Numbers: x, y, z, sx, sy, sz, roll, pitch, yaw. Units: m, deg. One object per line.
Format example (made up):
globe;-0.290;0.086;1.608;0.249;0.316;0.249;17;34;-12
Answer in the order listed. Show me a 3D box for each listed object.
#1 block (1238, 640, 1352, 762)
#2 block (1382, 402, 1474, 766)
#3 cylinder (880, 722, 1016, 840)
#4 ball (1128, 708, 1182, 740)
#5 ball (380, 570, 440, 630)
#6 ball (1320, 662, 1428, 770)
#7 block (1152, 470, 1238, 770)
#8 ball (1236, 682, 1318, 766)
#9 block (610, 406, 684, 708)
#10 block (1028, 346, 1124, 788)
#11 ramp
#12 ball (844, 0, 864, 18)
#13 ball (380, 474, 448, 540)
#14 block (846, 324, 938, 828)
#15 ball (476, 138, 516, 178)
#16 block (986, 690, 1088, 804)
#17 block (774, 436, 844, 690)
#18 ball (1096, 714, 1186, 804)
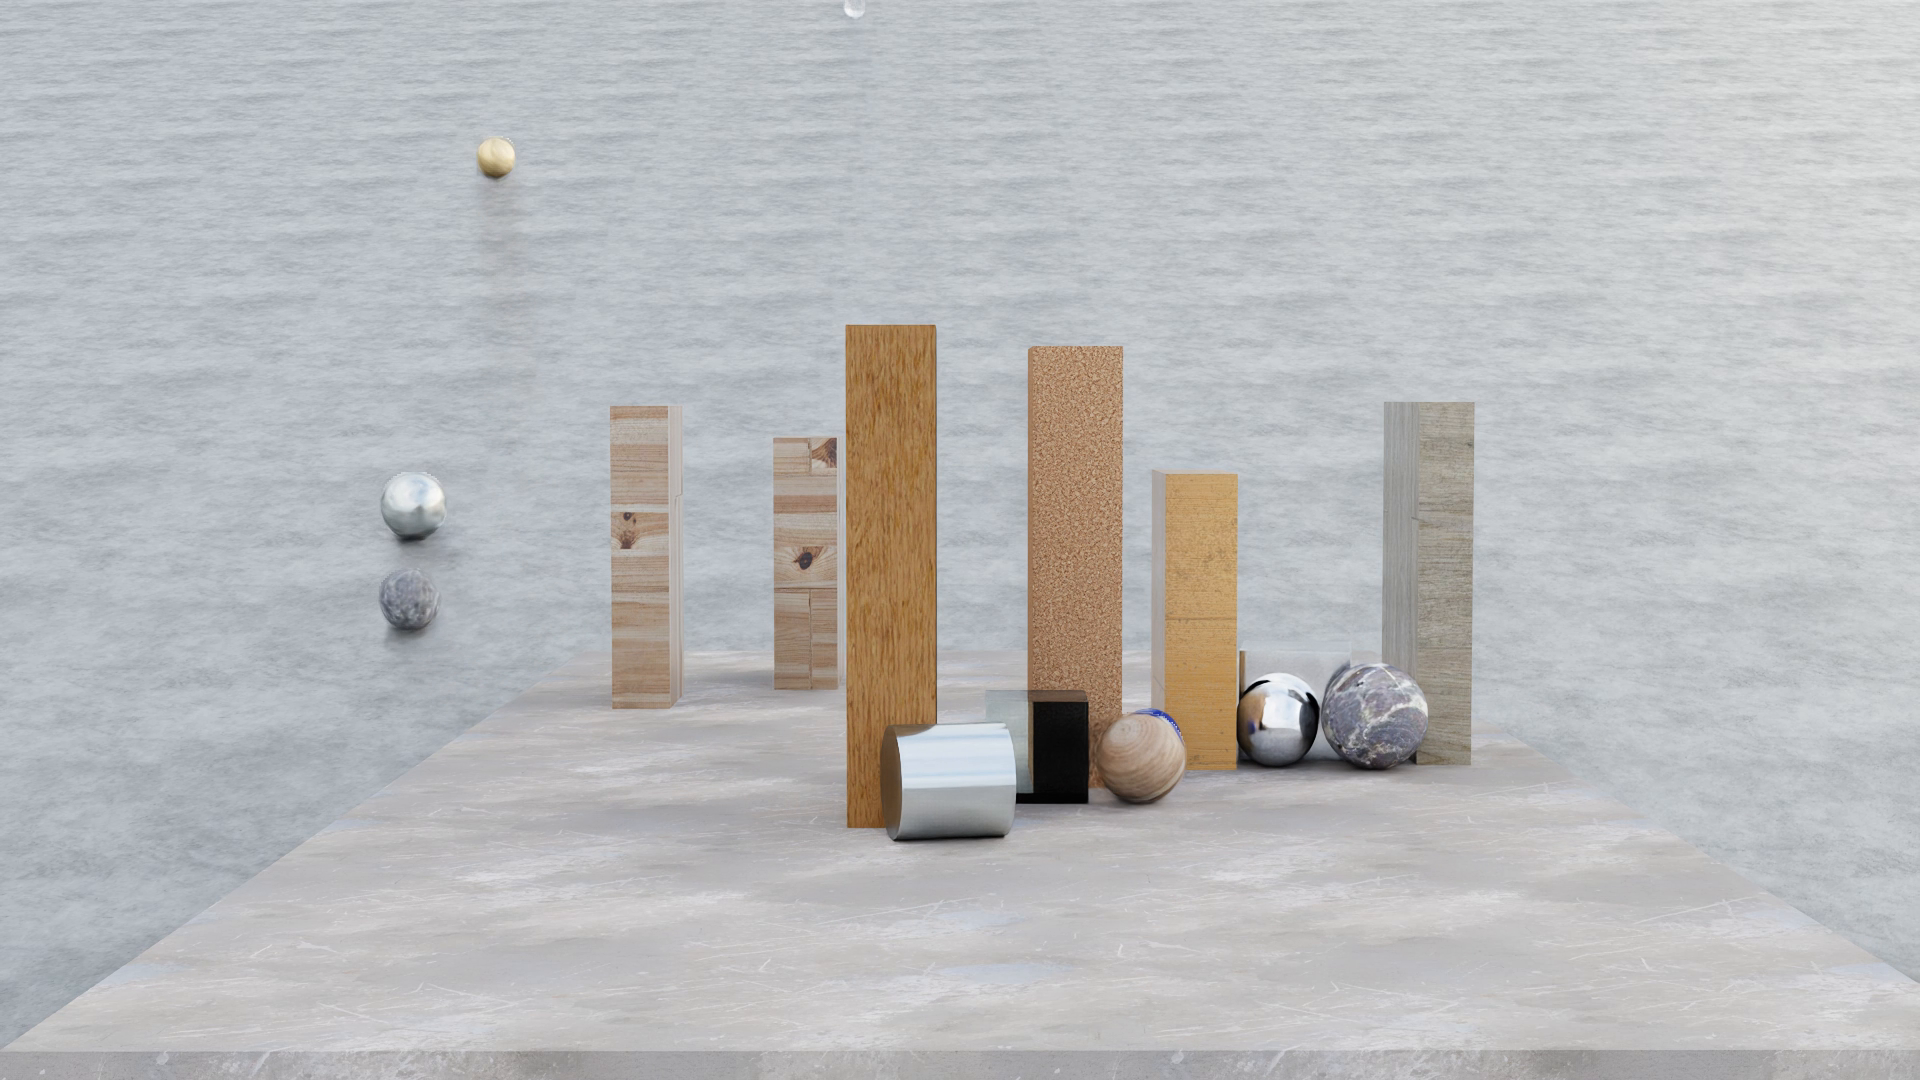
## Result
block;0.607;0.288;4.642;0.194;0.194;0.194;0;3;9
block;0.845;0.067;4.661;0.095;0.634;0.373;0;3;0
cylinder;-0.019;0.352;3.756;0.167;0.167;0.167;-1;21;-13
ball;0.322;0.343;4.384;0.113;0.113;0.113;0;21;0
ball;-1.473;0.161;6.883;0.160;0.160;0.160;0;21;0
ball;0.717;0.304;4.443;0.185;0.185;0.185;0;21;0
block;0.414;0.134;4.573;0.124;0.511;0.306;0;3;0
ball;0.550;0.321;4.480;0.147;0.147;0.147;0;21;0
block;-0.659;0.029;5.433;0.119;0.625;0.282;0;3;0
block;0.192;0.038;4.361;0.147;0.726;0.305;0;3;0
ramp;0.049;0.442;4.532;2.000;0.100;4.000;0;3;0
ball;-0.653;-3.308;15.971;0.125;0.125;0.125;0;21;0
ball;-1.597;-0.098;7.513;0.191;0.191;0.191;0;21;0
block;-0.103;0.048;3.959;0.133;0.750;0.275;0;3;0
ball;-2.144;-1.765;11.875;0.179;0.179;0.179;0;21;0
block;0.123;0.332;4.144;0.163;0.163;0.163;0;3;0
block;-0.340;0.043;5.817;0.139;0.554;0.348;0;3;0
ball;0.286;0.346;4.078;0.141;0.141;0.141;0;21;0
